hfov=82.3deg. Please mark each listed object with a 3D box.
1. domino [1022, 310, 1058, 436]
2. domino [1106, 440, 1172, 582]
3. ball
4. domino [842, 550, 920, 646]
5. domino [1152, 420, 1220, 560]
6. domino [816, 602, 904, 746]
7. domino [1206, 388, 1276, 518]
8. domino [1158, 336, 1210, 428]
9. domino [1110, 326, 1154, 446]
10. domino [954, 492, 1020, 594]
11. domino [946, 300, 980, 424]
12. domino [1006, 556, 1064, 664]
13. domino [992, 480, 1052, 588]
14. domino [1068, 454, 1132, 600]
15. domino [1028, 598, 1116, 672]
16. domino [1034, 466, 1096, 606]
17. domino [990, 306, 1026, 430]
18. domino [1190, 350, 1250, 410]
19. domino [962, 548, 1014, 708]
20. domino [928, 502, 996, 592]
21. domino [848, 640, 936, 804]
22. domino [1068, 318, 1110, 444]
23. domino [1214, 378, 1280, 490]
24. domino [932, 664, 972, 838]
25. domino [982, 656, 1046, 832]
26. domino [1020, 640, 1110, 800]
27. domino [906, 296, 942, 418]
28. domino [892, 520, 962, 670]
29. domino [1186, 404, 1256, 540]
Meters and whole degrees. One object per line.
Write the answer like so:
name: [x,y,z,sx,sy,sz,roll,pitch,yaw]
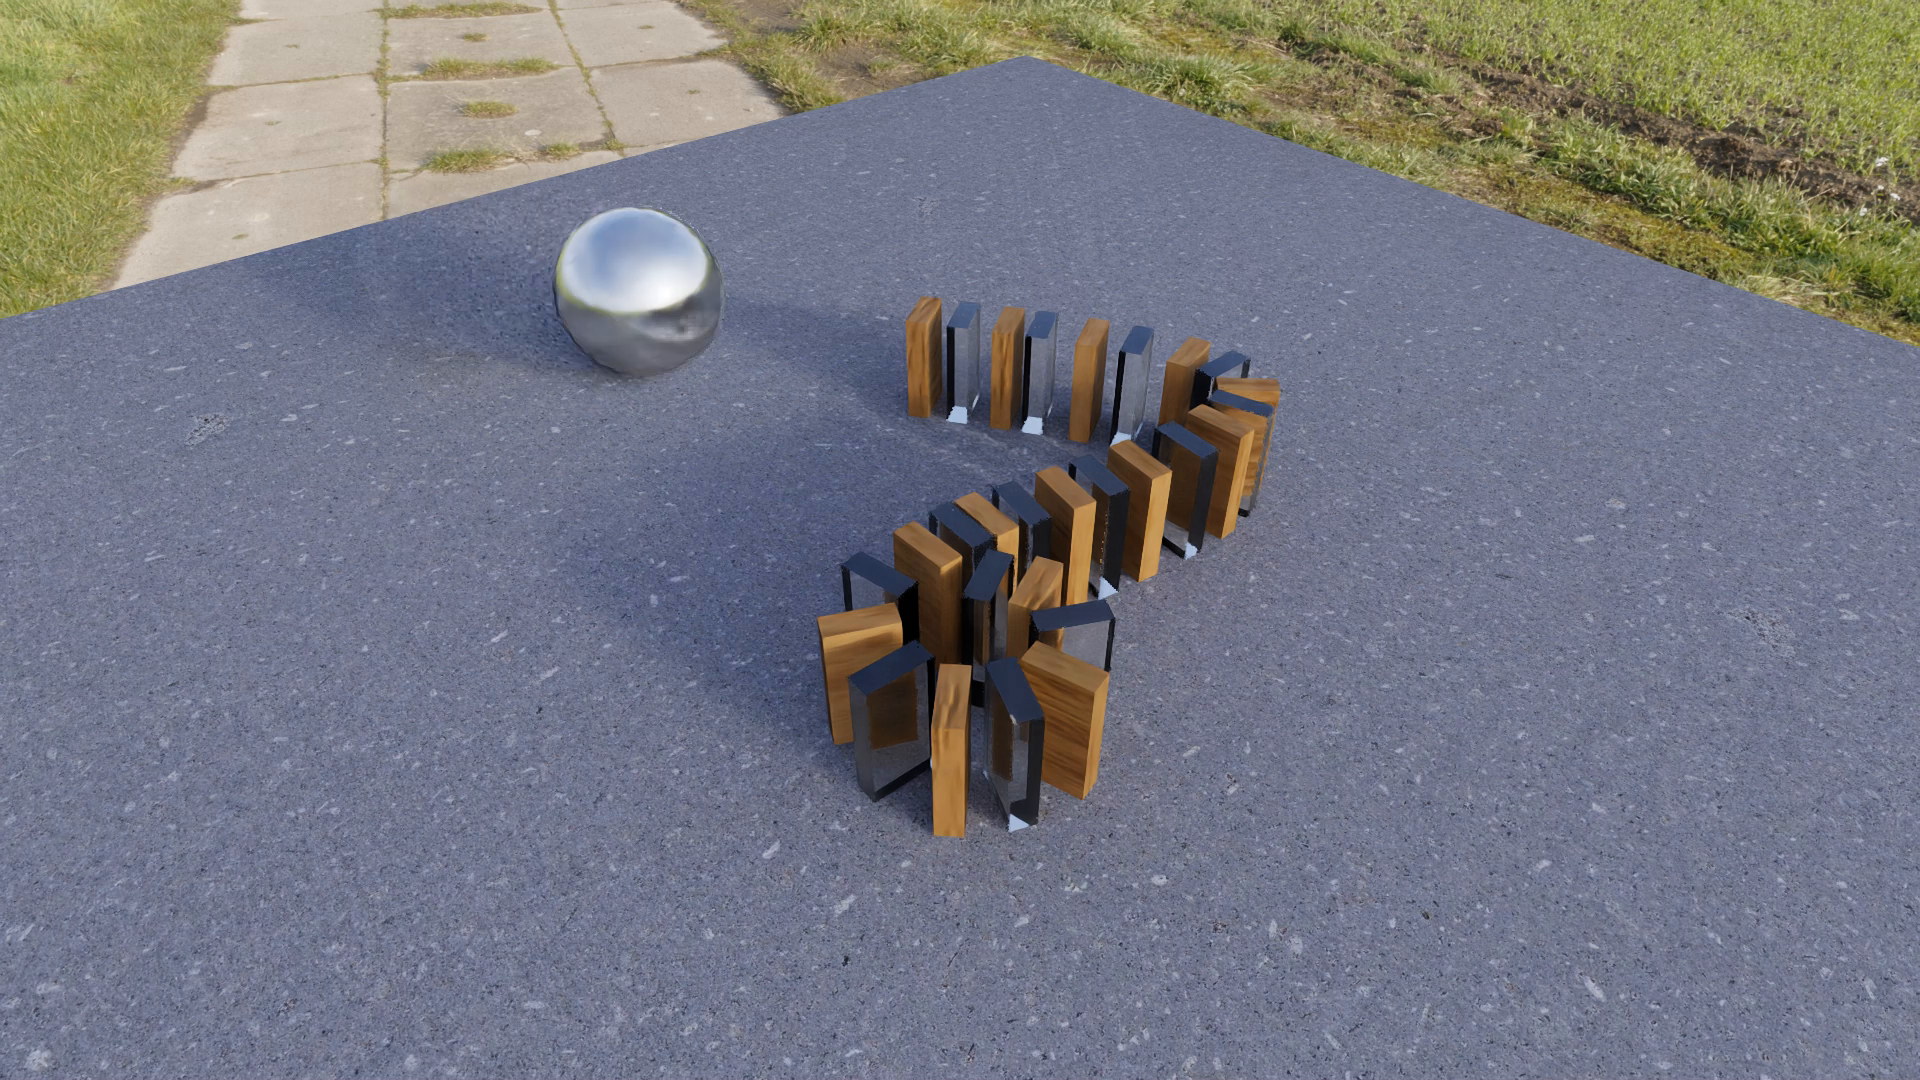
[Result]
domino: [0.037,-0.077,0.505,0.010,0.050,0.025,10,40,12]
domino: [0.067,-0.011,0.425,0.010,0.050,0.025,-22,44,-25]
ball: [-0.156,-0.121,0.535,0.080,0.080,0.080,0,39,0]
domino: [-0.026,0.030,0.375,0.025,0.050,0.009,27,46,29]
domino: [0.086,-0.019,0.435,0.010,0.050,0.025,-25,45,-27]
domino: [-0.031,0.044,0.358,0.025,0.050,0.010,-11,40,-13]
domino: [0.112,-0.035,0.455,0.025,0.050,0.010,22,44,25]
domino: [0.098,-0.061,0.486,0.010,0.050,0.025,22,44,25]
domino: [0.077,-0.068,0.494,0.009,0.050,0.025,14,41,17]
domino: [0.009,0.010,0.399,0.009,0.050,0.025,-25,46,-27]
domino: [0.002,-0.082,0.512,0.010,0.050,0.025,9,40,11]
domino: [0.025,0.033,0.371,0.010,0.050,0.025,16,42,18]
domino: [0.022,0.006,0.404,0.009,0.050,0.025,-19,43,-22]
domino: [0.051,-0.005,0.417,0.009,0.050,0.025,-21,44,-23]
domino: [0.035,0.043,0.359,0.025,0.050,0.010,-9,40,-11]
domino: [0.038,0.000,0.411,0.009,0.050,0.025,-20,43,-22]
domino: [0.022,-0.079,0.508,0.009,0.050,0.025,10,40,12]
domino: [0.111,-0.055,0.478,0.025,0.050,0.009,-29,48,-31]
domino: [0.009,0.031,0.374,0.009,0.050,0.025,13,41,16]
domino: [0.001,0.014,0.395,0.010,0.050,0.025,-26,46,-28]
domino: [-0.020,0.057,0.342,0.025,0.050,0.010,-27,47,-29]
domino: [0.058,-0.072,0.499,0.009,0.050,0.025,12,41,14]
domino: [0.118,-0.044,0.466,0.025,0.050,0.009,2,39,2]
domino: [-0.002,0.064,0.333,0.010,0.050,0.025,3,39,4]
domino: [0.016,0.063,0.335,0.009,0.050,0.025,-12,41,-14]
domino: [0.031,0.057,0.342,0.025,0.050,0.010,23,44,25]
domino: [-0.016,-0.085,0.516,0.009,0.050,0.025,10,40,12]
domino: [-0.011,0.021,0.386,0.010,0.050,0.025,-29,47,-31]
domino: [0.102,-0.027,0.445,0.010,0.050,0.025,-32,49,-33]
